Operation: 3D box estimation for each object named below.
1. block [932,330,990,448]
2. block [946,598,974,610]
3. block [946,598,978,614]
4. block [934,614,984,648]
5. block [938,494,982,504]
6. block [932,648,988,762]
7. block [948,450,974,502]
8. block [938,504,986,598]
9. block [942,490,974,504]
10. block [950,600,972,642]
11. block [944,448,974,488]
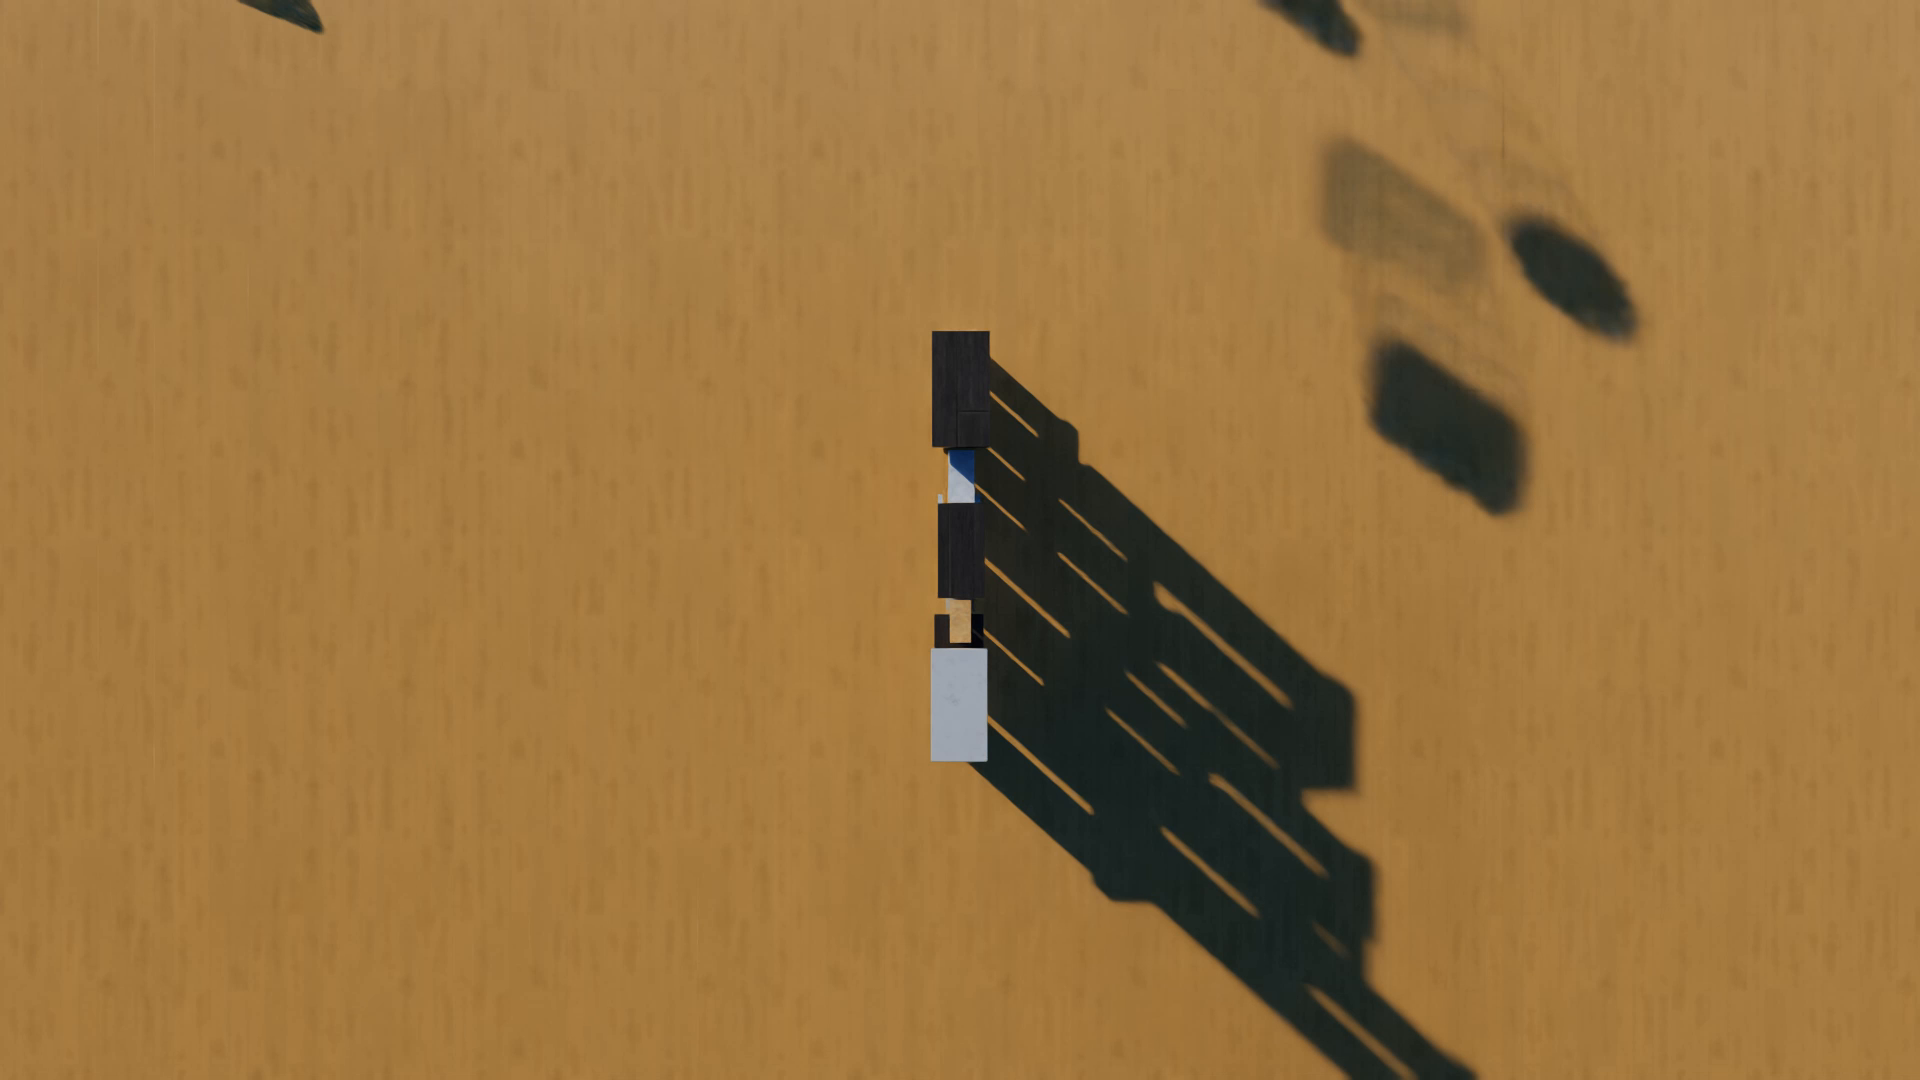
[{"bbox_3d":[0.003,-0.432,4.739,0.166,0.047,0.331,0,90,0],"label":"block"},{"bbox_3d":[-0.001,0.127,5.007,0.085,0.024,0.169,0,90,0],"label":"block"},{"bbox_3d":[0.004,0.236,5.282,0.102,0.029,0.203,0,90,0],"label":"block"},{"bbox_3d":[-0.003,0.359,4.815,0.143,0.040,0.285,0,90,0],"label":"block"},{"bbox_3d":[-0.001,-0.007,5.208,0.136,0.039,0.273,0,90,0],"label":"block"},{"bbox_3d":[-0.002,0.446,4.470,0.152,0.043,0.303,0,90,0],"label":"block"},{"bbox_3d":[0.004,-0.185,4.807,0.077,0.022,0.153,0,90,0],"label":"block"},{"bbox_3d":[0.004,0.031,4.684,0.134,0.038,0.268,0,90,0],"label":"block"},{"bbox_3d":[-0.005,-0.058,4.984,0.095,0.027,0.191,0,90,0],"label":"block"},{"bbox_3d":[0.001,0.230,4.667,0.060,0.017,0.120,0,90,0],"label":"block"},{"bbox_3d":[-0.004,-0.254,5.108,0.095,0.027,0.191,0,90,0],"label":"block"}]
